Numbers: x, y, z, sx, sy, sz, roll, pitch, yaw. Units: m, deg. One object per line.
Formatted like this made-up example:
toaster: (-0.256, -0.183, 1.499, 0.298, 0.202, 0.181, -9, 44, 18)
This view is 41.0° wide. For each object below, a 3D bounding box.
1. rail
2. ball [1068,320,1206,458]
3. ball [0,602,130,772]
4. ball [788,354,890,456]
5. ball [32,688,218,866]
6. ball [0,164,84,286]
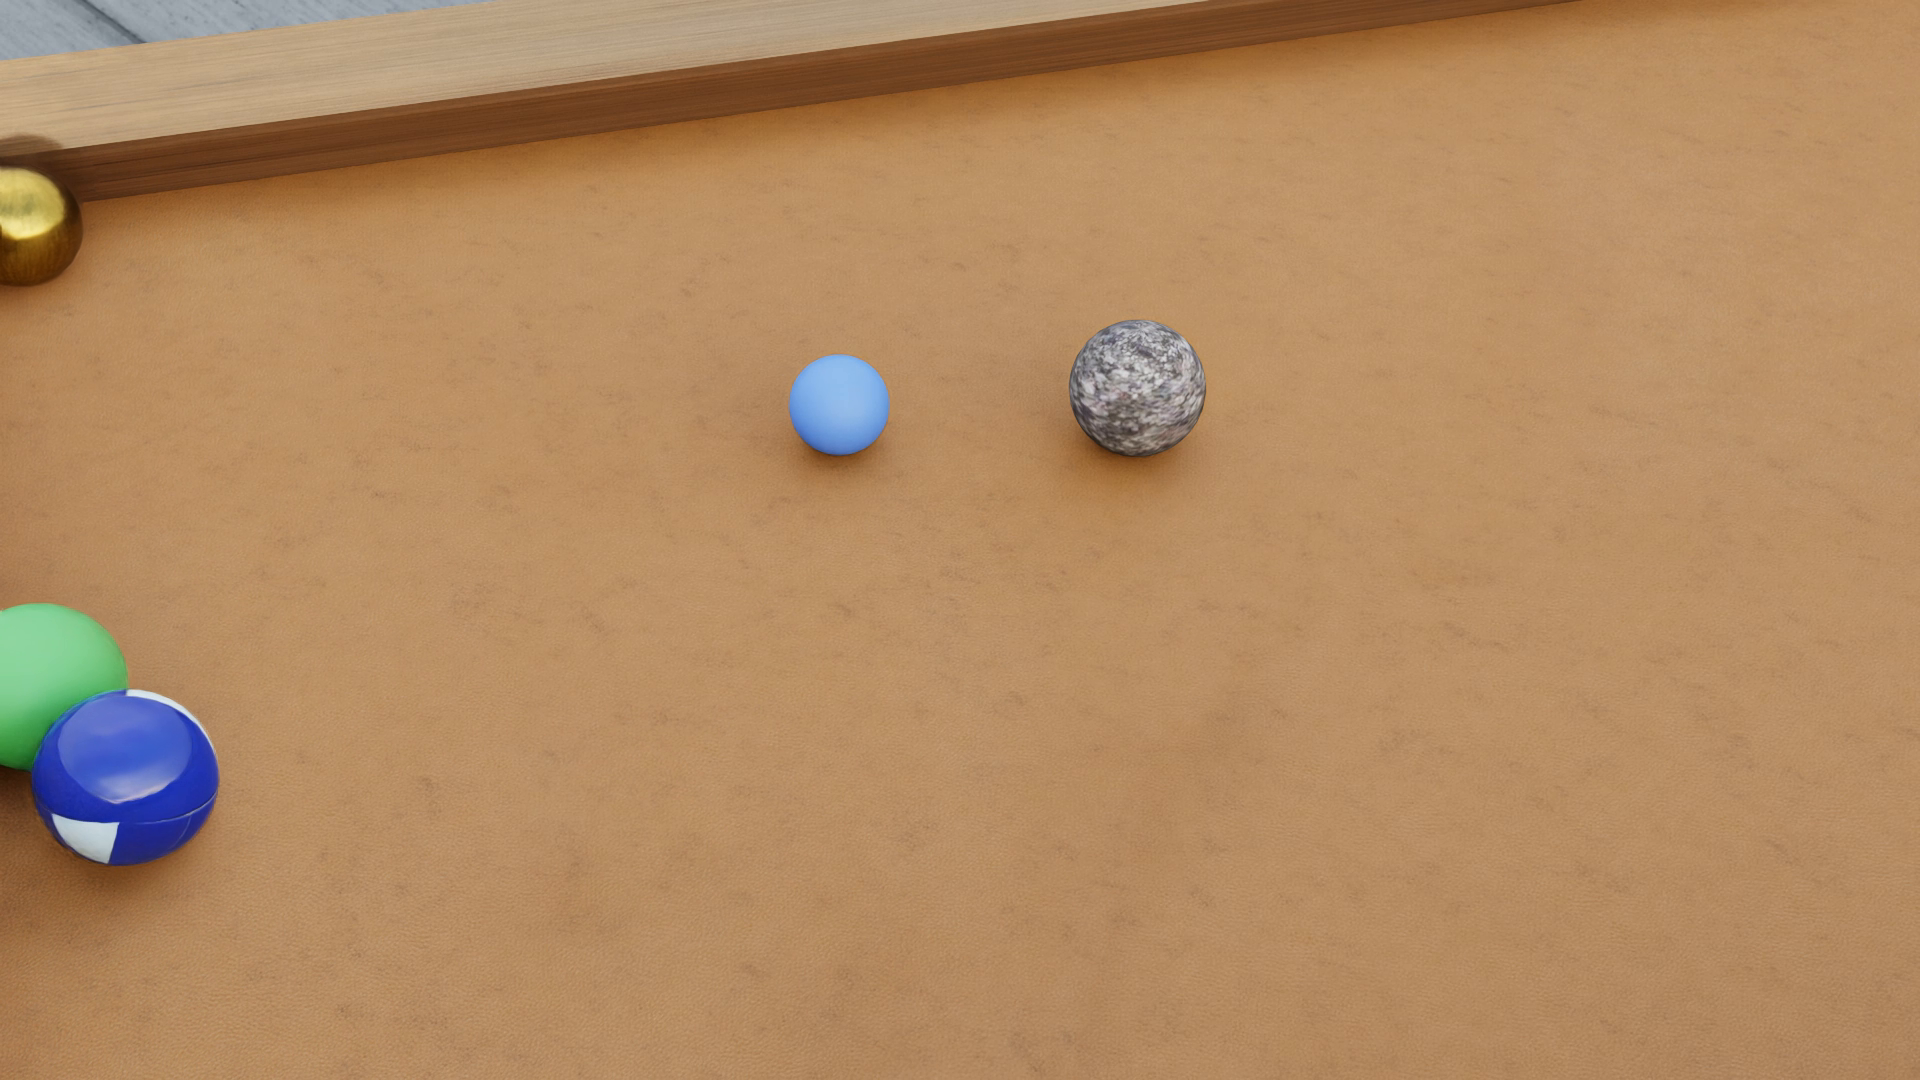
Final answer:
rail: (0.401, -0.509, 2.282, 2.557, 0.126, 0.045, -10, 36, -14)
ball: (0.120, -0.103, 1.735, 0.093, 0.093, 0.093, 0, 35, 0)
ball: (-0.525, 0.084, 1.466, 0.097, 0.097, 0.097, 0, 35, 0)
ball: (-0.082, -0.092, 1.740, 0.068, 0.068, 0.068, 0, 35, 0)
ball: (-0.456, 0.130, 1.401, 0.097, 0.097, 0.097, 0, 35, 0)
ball: (-0.706, -0.237, 1.927, 0.091, 0.091, 0.091, 0, 35, 0)
